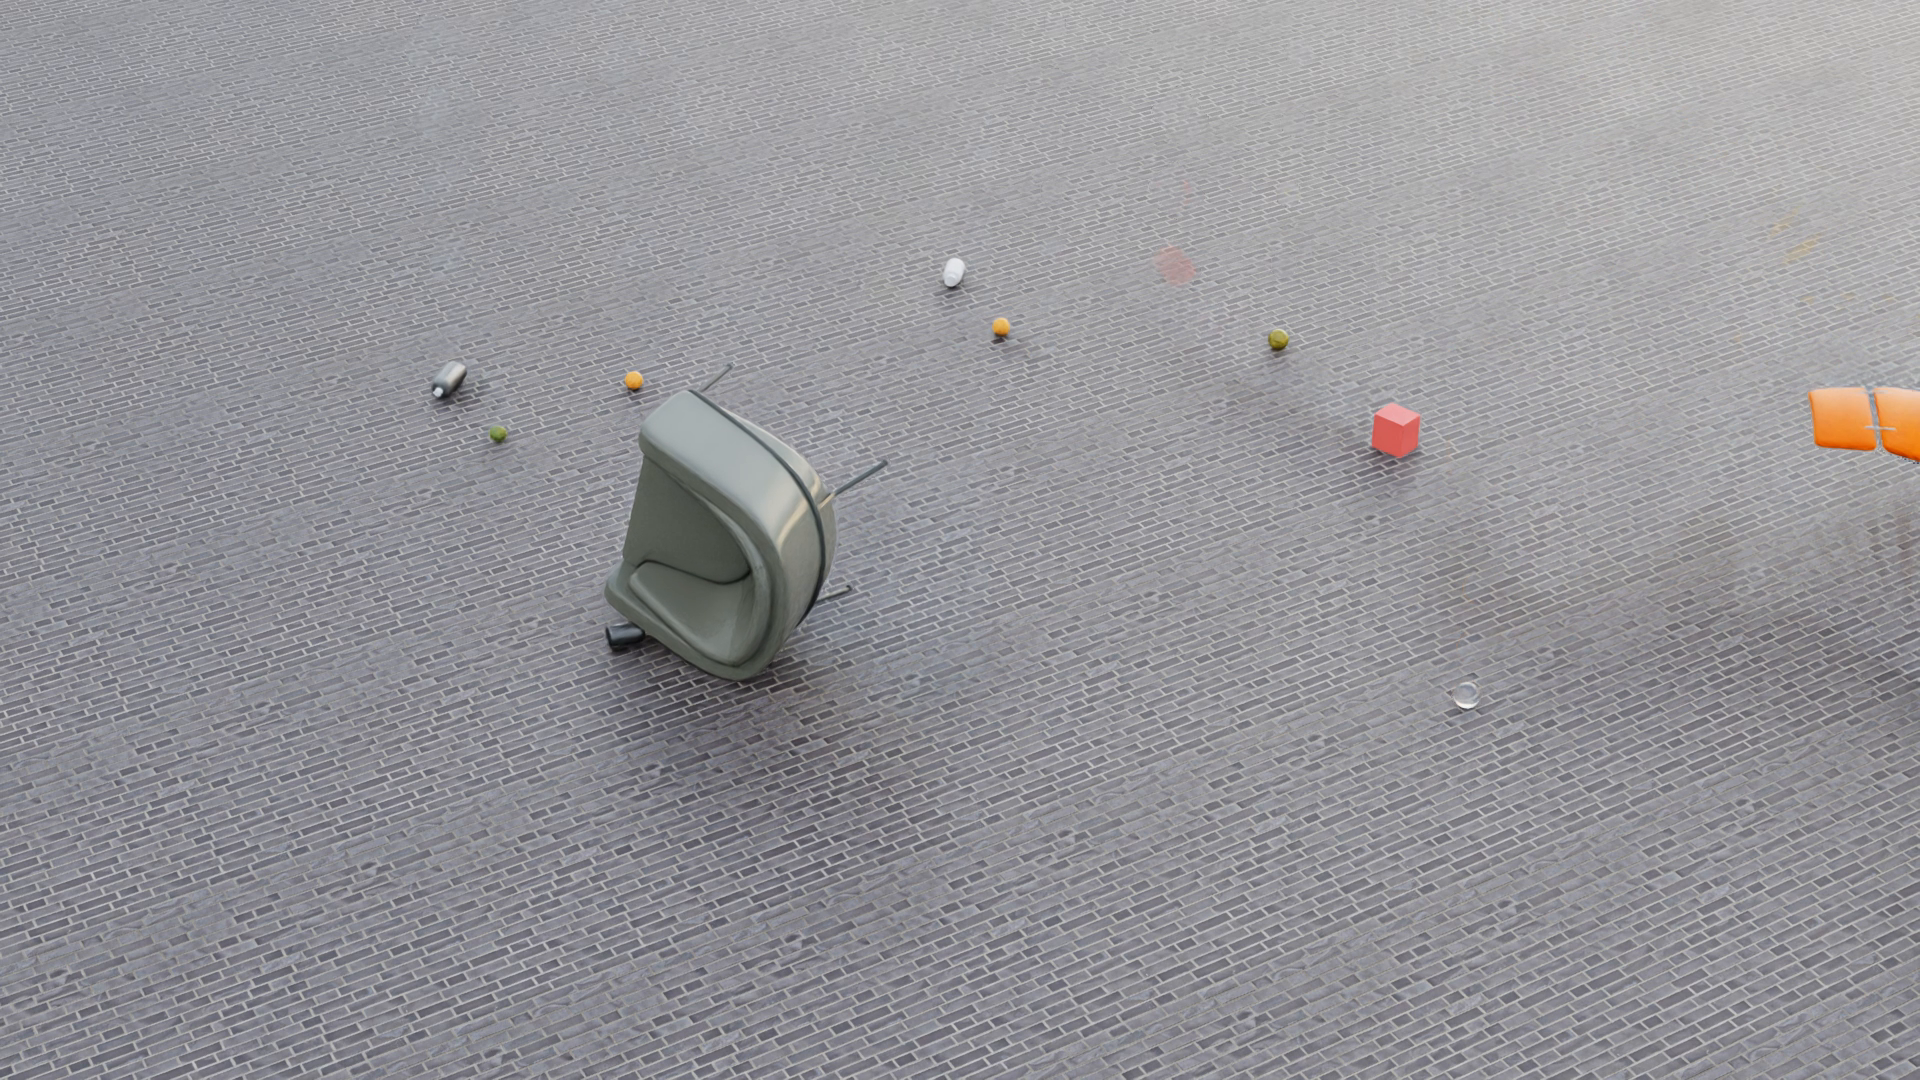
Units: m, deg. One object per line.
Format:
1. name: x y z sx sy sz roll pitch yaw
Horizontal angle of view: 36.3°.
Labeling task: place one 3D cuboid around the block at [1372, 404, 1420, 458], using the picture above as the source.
1. block: 1.704 -0.428 11.460 0.137 0.148 0.115 27 42 35

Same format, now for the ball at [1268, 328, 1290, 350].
1. ball: 1.318 -0.830 12.125 0.086 0.086 0.086 0 33 0

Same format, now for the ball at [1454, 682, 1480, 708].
1. ball: 1.739 0.532 10.054 0.092 0.092 0.092 0 33 0
